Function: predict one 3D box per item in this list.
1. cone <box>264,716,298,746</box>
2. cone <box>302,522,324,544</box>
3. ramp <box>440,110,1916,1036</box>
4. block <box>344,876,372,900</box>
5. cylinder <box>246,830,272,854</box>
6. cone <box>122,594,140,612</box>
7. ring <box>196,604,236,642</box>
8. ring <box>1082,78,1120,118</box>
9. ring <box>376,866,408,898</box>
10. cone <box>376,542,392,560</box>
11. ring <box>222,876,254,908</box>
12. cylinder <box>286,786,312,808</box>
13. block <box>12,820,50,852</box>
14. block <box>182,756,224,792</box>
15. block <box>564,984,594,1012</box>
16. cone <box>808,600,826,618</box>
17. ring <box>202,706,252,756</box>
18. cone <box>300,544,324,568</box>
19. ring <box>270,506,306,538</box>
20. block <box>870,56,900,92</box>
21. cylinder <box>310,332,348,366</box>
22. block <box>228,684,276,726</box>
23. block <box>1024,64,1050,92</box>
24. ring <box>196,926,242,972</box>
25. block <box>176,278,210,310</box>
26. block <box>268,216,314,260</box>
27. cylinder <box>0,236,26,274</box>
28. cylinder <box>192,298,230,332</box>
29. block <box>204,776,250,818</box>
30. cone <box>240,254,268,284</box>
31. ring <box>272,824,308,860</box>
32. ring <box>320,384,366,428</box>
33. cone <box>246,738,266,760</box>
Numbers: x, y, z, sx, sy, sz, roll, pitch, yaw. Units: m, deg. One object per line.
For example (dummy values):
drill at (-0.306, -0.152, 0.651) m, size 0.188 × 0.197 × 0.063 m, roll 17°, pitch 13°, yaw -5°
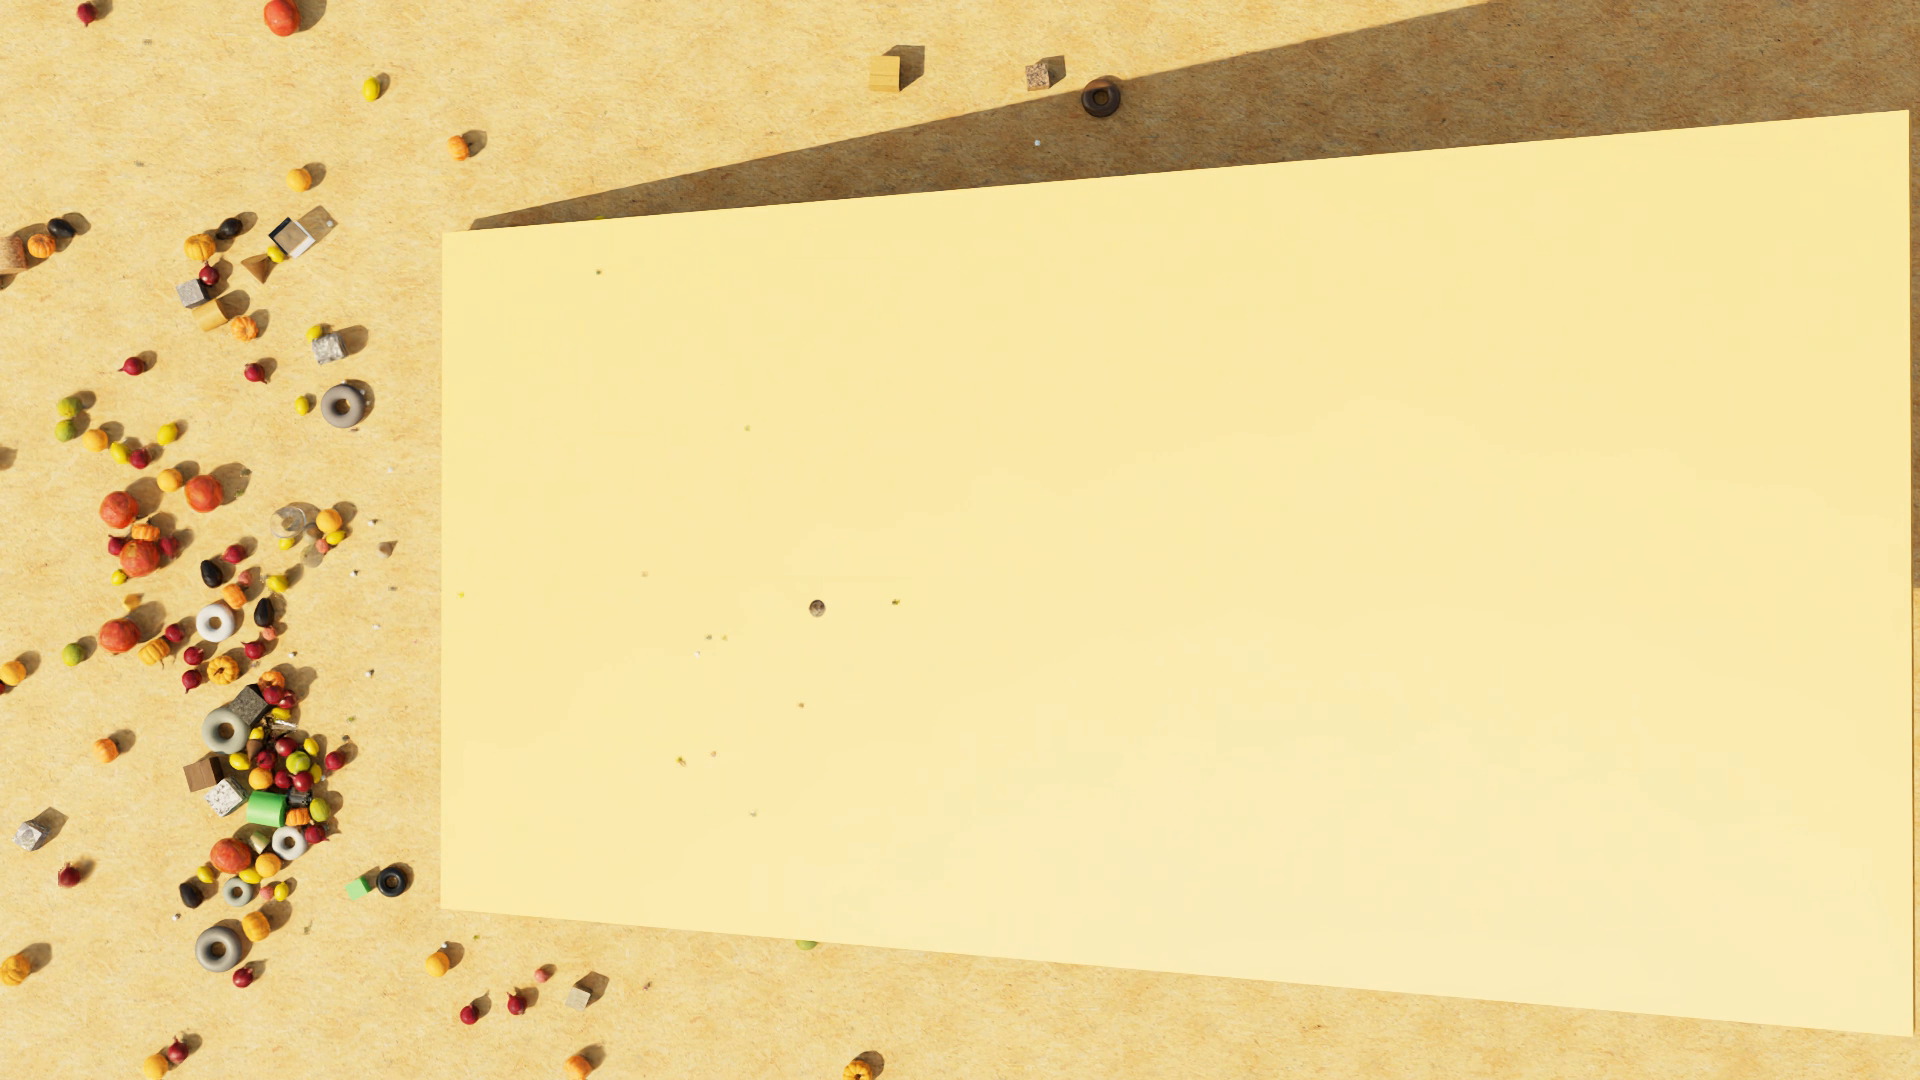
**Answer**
cone at (-2.026, 0.565, 6.578) m, size 0.089 × 0.089 × 0.089 m, roll -5°, pitch 89°, yaw -27°
cone at (-1.944, -0.020, 6.572) m, size 0.065 × 0.065 × 0.065 m, roll 0°, pitch 89°, yaw 0°
ramp at (0.280, 0.080, 5.674) m, size 4.000 × 0.100 × 2.000 m, roll 0°, pitch 89°, yaw 26°
block at (-1.797, 1.041, 6.567) m, size 0.051 × 0.051 × 0.051 m, roll -28°, pitch 89°, yaw 0°
cylinder at (-2.093, 0.904, 6.568) m, size 0.052 × 0.052 × 0.052 m, roll 38°, pitch 89°, yaw 0°
cone at (-2.491, 0.188, 6.575) m, size 0.054 × 0.054 × 0.054 m, roll 0°, pitch 89°, yaw 0°
ring at (-2.228, 0.248, 6.582) m, size 0.116 × 0.039 × 0.116 m, roll 0°, pitch 91°, yaw 1°
ring at (0.423, -1.326, 6.599) m, size 0.119 × 0.040 × 0.119 m, roll 0°, pitch 88°, yaw 1°
ring at (-1.699, 1.023, 6.577) m, size 0.094 × 0.031 × 0.094 m, roll 0°, pitch 88°, yaw -1°
cone at (-1.729, 0.031, 6.577) m, size 0.053 × 0.053 × 0.053 m, roll 0°, pitch 89°, yaw 0°
ring at (-2.159, 1.052, 6.577) m, size 0.092 × 0.031 × 0.092 m, roll 0°, pitch 88°, yaw 1°
cylinder at (-1.973, 0.767, 6.566) m, size 0.059 × 0.059 × 0.059 m, roll 8°, pitch 89°, yaw 0°
block at (-2.772, 0.882, 6.562) m, size 0.065 × 0.065 × 0.065 m, roll 32°, pitch 89°, yaw 0°
block at (-2.253, 0.699, 6.556) m, size 0.081 × 0.081 × 0.081 m, roll -17°, pitch 89°, yaw 0°
block at (-1.136, 1.365, 6.559) m, size 0.059 × 0.059 × 0.059 m, roll 22°, pitch 89°, yaw 0°
cone at (-0.396, 0.185, 5.923) m, size 0.050 × 0.050 × 0.050 m, roll 0°, pitch 89°, yaw 26°
ring at (-2.192, 0.570, 6.574) m, size 0.147 × 0.049 × 0.147 m, roll 0°, pitch 90°, yaw -1°
cone at (-1.947, 0.049, 6.568) m, size 0.072 × 0.072 × 0.072 m, roll 0°, pitch 89°, yaw 0°
ring at (-2.010, -0.053, 6.572) m, size 0.109 × 0.036 × 0.109 m, roll -2°, pitch 61°, yaw 4°
block at (-0.224, -1.394, 6.576) m, size 0.087 × 0.087 × 0.087 m, roll 2°, pitch 89°, yaw 0°
cylinder at (-1.884, -0.571, 6.572) m, size 0.078 × 0.078 × 0.078 m, roll -26°, pitch 89°, yaw 16°
block at (-2.110, 0.489, 6.556) m, size 0.085 × 0.085 × 0.085 m, roll 41°, pitch 90°, yaw 0°
block at (0.231, -1.385, 6.587) m, size 0.064 × 0.064 × 0.064 m, roll -7°, pitch 89°, yaw 0°
ring at (-2.214, 1.222, 6.568) m, size 0.141 × 0.047 × 0.141 m, roll 0°, pitch 90°, yaw -1°
block at (-2.293, -0.736, 6.579) m, size 0.066 × 0.066 × 0.066 m, roll -23°, pitch 89°, yaw 0°
block at (-1.998, -0.903, 6.573) m, size 0.083 × 0.083 × 0.083 m, roll -43°, pitch 90°, yaw 0°
cylinder at (-2.846, -0.849, 6.566) m, size 0.095 × 0.095 × 0.095 m, roll -10°, pitch 89°, yaw 0°
cylinder at (-2.239, -0.672, 6.573) m, size 0.077 × 0.077 × 0.077 m, roll -28°, pitch 89°, yaw 0°
block at (-2.184, 0.766, 6.554) m, size 0.083 × 0.083 × 0.083 m, roll -41°, pitch 90°, yaw 0°
cone at (-2.103, -0.803, 6.594) m, size 0.083 × 0.083 × 0.083 m, roll -12°, pitch 116°, yaw 0°
ring at (-2.004, 0.903, 6.577) m, size 0.108 × 0.036 × 0.108 m, roll 0°, pitch 90°, yaw 1°
ring at (-1.848, -0.400, 6.587) m, size 0.133 × 0.044 × 0.133 m, roll 0°, pitch 90°, yaw -1°
cone at (-2.106, 0.638, 6.552) m, size 0.064 × 0.064 × 0.064 m, roll 2°, pitch 129°, yaw 3°
